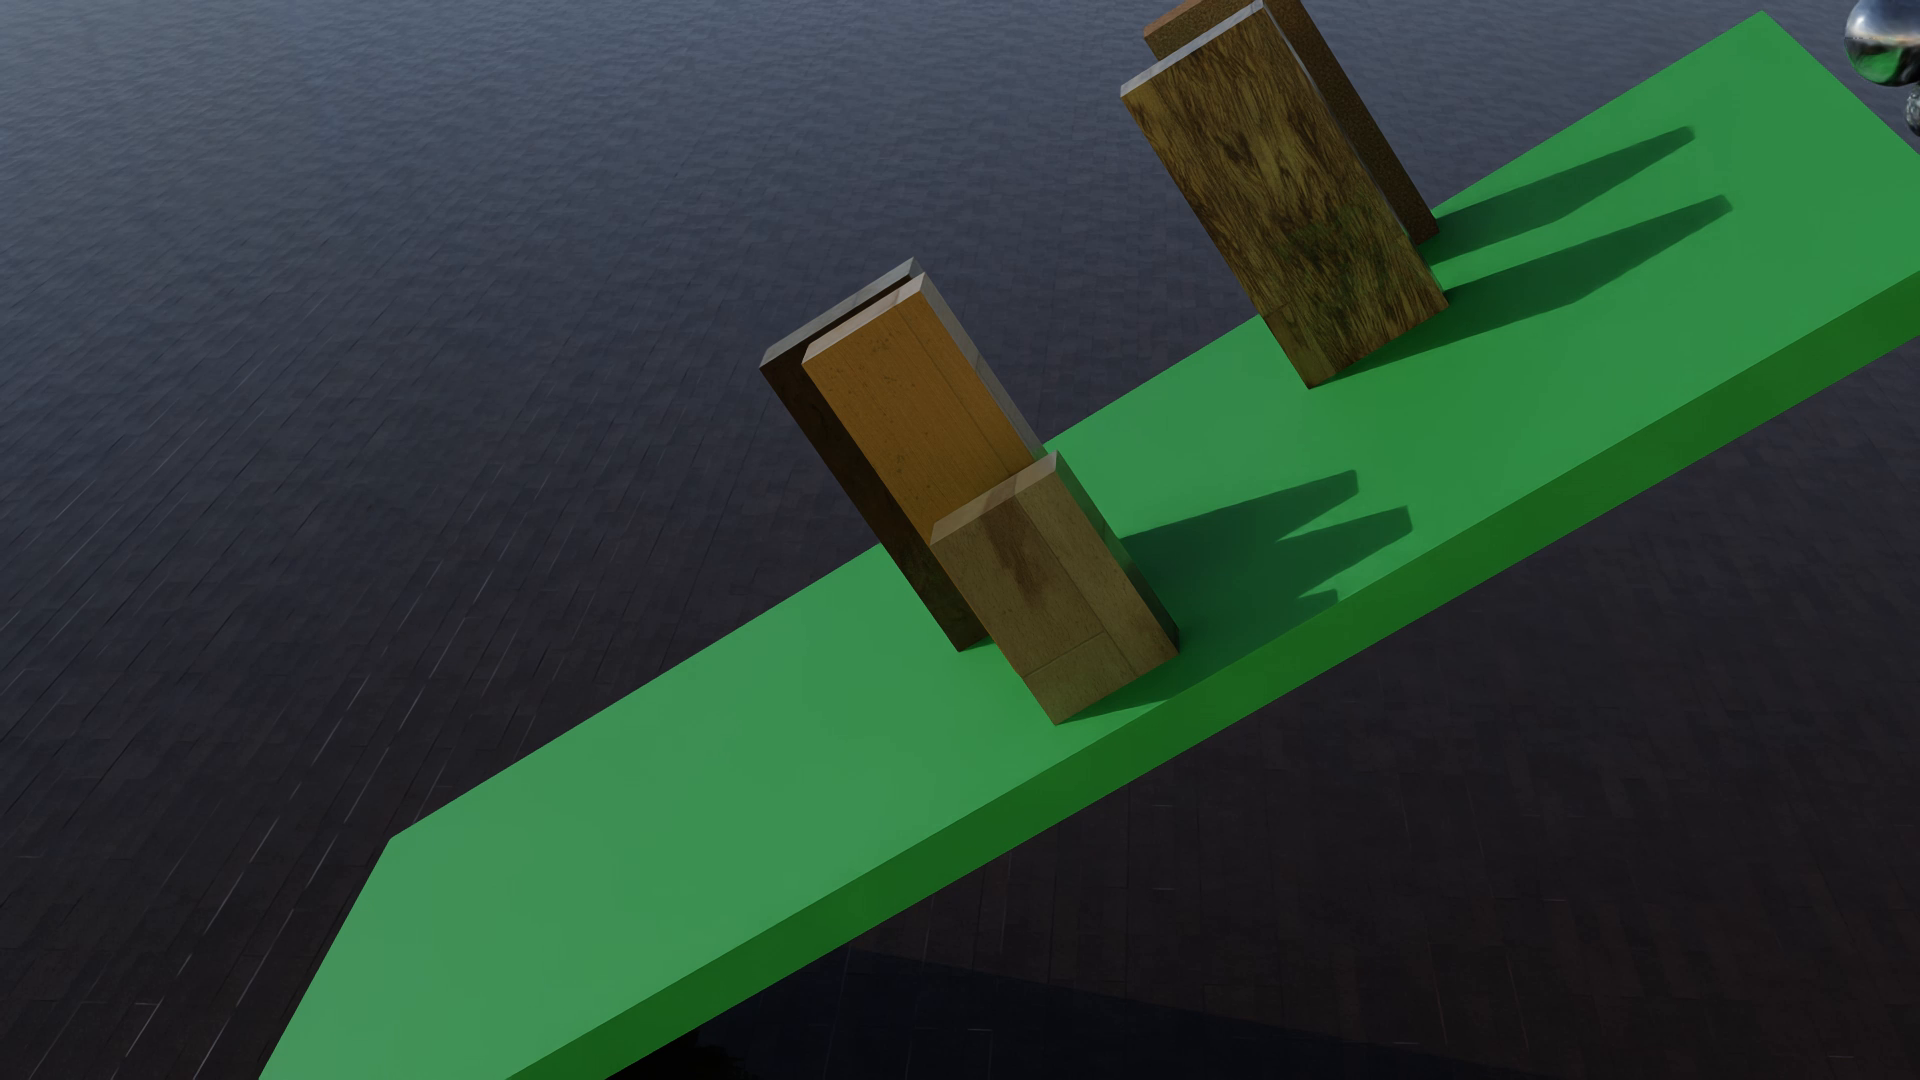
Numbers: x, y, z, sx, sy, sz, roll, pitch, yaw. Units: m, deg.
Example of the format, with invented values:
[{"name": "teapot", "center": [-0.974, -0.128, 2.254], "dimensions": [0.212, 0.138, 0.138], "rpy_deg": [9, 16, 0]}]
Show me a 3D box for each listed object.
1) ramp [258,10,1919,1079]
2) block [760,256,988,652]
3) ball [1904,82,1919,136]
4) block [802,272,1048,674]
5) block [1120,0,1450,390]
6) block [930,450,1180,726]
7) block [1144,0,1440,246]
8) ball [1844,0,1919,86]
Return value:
[{"name": "ramp", "center": [0.139, 0.171, 6.297], "dimensions": [4.000, 0.100, 2.000], "rpy_deg": [-31, 15, 14]}, {"name": "block", "center": [-0.049, -0.173, 6.126], "dimensions": [0.370, 0.742, 0.140], "rpy_deg": [-31, 15, 14]}, {"name": "ball", "center": [1.850, -0.816, 5.562], "dimensions": [0.124, 0.124, 0.124], "rpy_deg": [0, 20, 0]}, {"name": "block", "center": [0.023, -0.128, 5.792], "dimensions": [0.275, 0.763, 0.136], "rpy_deg": [-31, 15, 14]}, {"name": "block", "center": [0.690, -0.730, 6.236], "dimensions": [0.348, 0.754, 0.121], "rpy_deg": [-31, 15, 14]}, {"name": "block", "center": [0.178, 0.089, 5.455], "dimensions": [0.274, 0.422, 0.123], "rpy_deg": [-31, 15, 14]}, {"name": "block", "center": [0.761, -0.941, 6.748], "dimensions": [0.332, 0.745, 0.124], "rpy_deg": [-31, 15, 14]}, {"name": "ball", "center": [1.778, -0.958, 5.587], "dimensions": [0.192, 0.192, 0.192], "rpy_deg": [0, 20, 0]}]
